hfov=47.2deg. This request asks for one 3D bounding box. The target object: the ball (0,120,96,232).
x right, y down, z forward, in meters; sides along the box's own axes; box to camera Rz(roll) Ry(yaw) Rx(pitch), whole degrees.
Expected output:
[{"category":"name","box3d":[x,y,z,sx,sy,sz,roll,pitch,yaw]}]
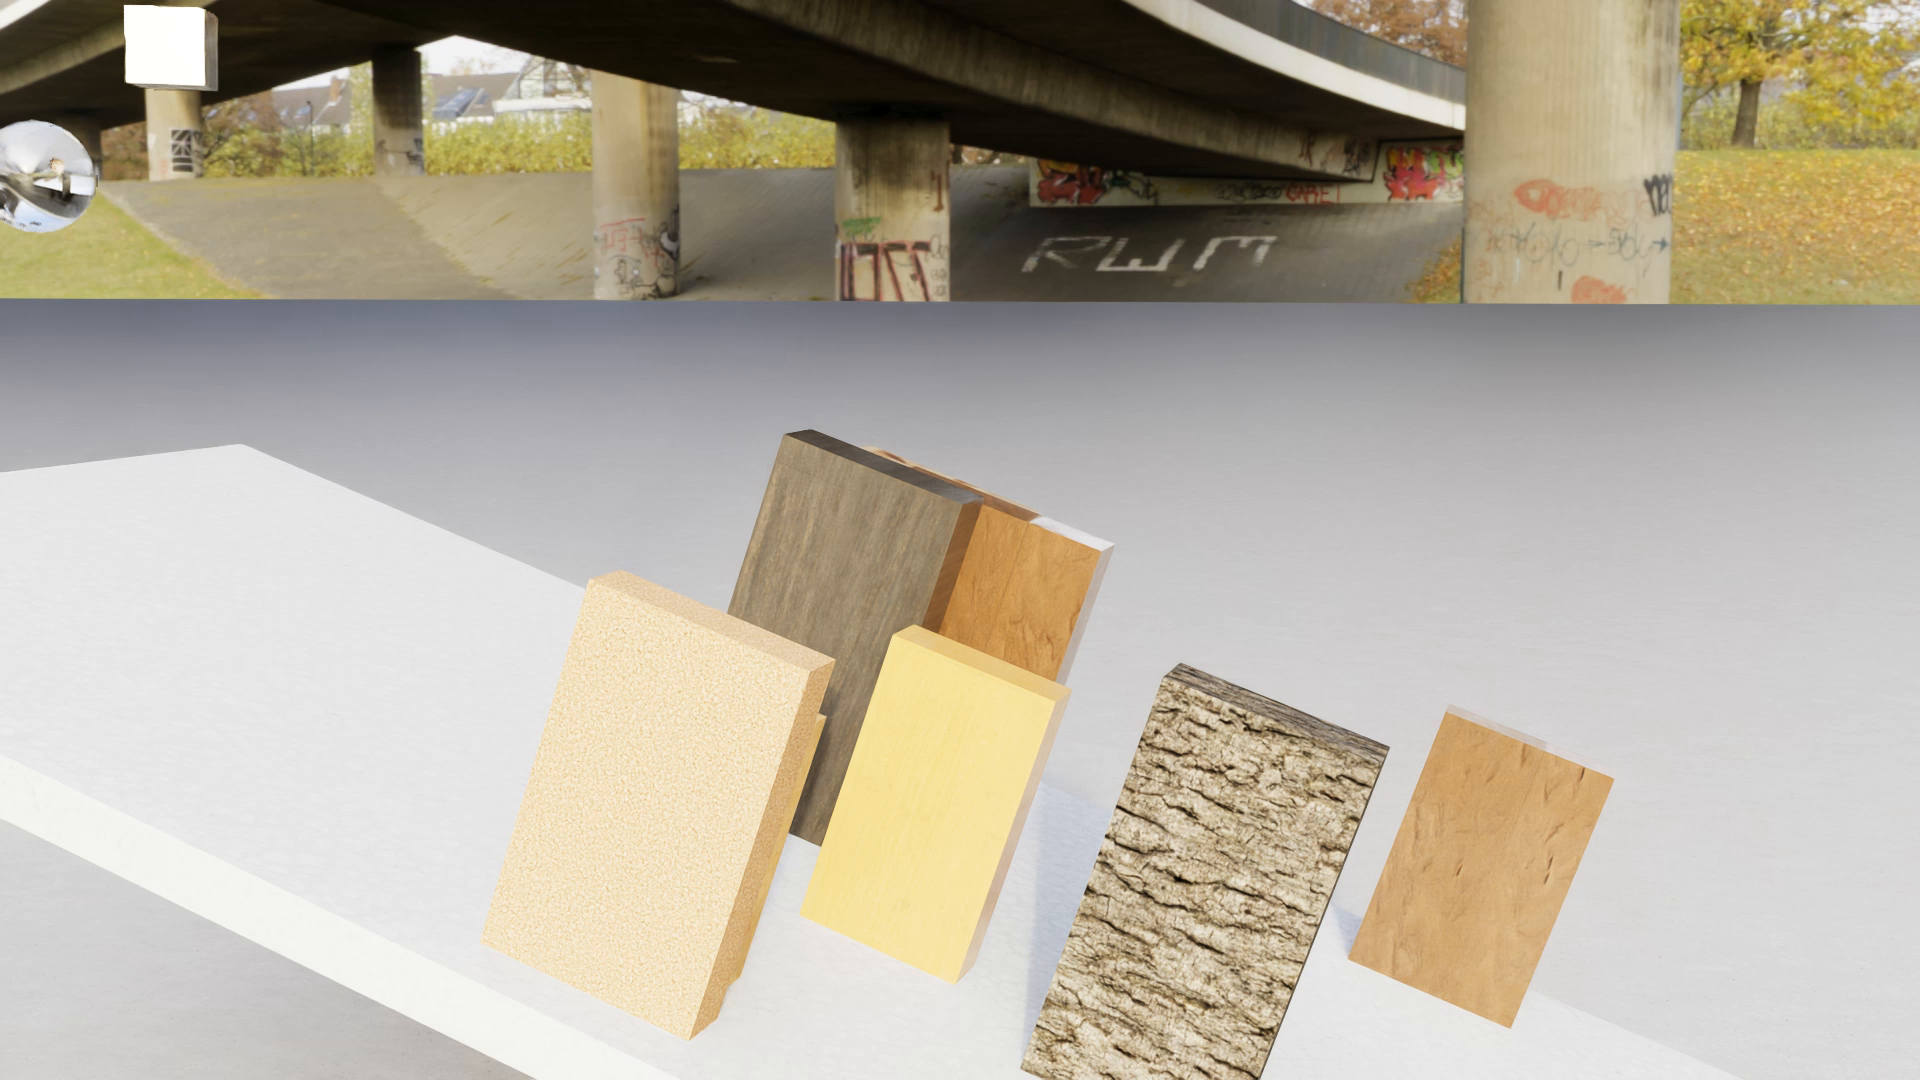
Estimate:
[{"category":"ball","box3d":[-1.726,-0.679,4.108,0.207,0.207,0.207,0,7,0]}]

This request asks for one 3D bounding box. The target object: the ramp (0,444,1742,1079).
[{"category":"ramp","box3d":[-0.342,0.633,4.216,4.000,0.100,2.000,22,12,14]}]

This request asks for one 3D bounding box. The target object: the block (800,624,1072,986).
[{"category":"block","box3d":[-0.045,0.464,3.875,0.308,0.543,0.118,22,12,14]}]

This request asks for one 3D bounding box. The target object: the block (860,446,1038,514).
[{"category":"block","box3d":[-0.139,0.190,4.623,0.391,0.679,0.131,22,12,14]}]

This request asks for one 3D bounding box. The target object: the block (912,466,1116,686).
[{"category":"block","box3d":[-0.016,0.256,4.479,0.445,0.694,0.119,22,12,14]}]

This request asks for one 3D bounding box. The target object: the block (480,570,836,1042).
[{"category":"block","box3d":[-0.466,0.402,3.354,0.372,0.611,0.109,22,12,14]}]

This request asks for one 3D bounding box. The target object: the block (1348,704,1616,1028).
[{"category":"block","box3d":[1.078,0.675,4.561,0.356,0.572,0.090,22,12,14]}]

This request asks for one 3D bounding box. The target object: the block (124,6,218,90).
[{"category":"block","box3d":[-1.630,-1.017,4.551,0.153,0.153,0.153,1,7,-9]}]

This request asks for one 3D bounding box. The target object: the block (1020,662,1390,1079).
[{"category":"block","box3d":[0.392,0.598,3.553,0.361,0.704,0.139,22,12,14]}]

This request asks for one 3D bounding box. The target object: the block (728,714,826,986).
[{"category":"block","box3d":[-0.415,0.460,3.518,0.248,0.468,0.118,22,12,14]}]

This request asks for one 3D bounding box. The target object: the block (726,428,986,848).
[{"category":"block","box3d":[-0.259,0.197,4.284,0.377,0.733,0.147,22,12,14]}]
